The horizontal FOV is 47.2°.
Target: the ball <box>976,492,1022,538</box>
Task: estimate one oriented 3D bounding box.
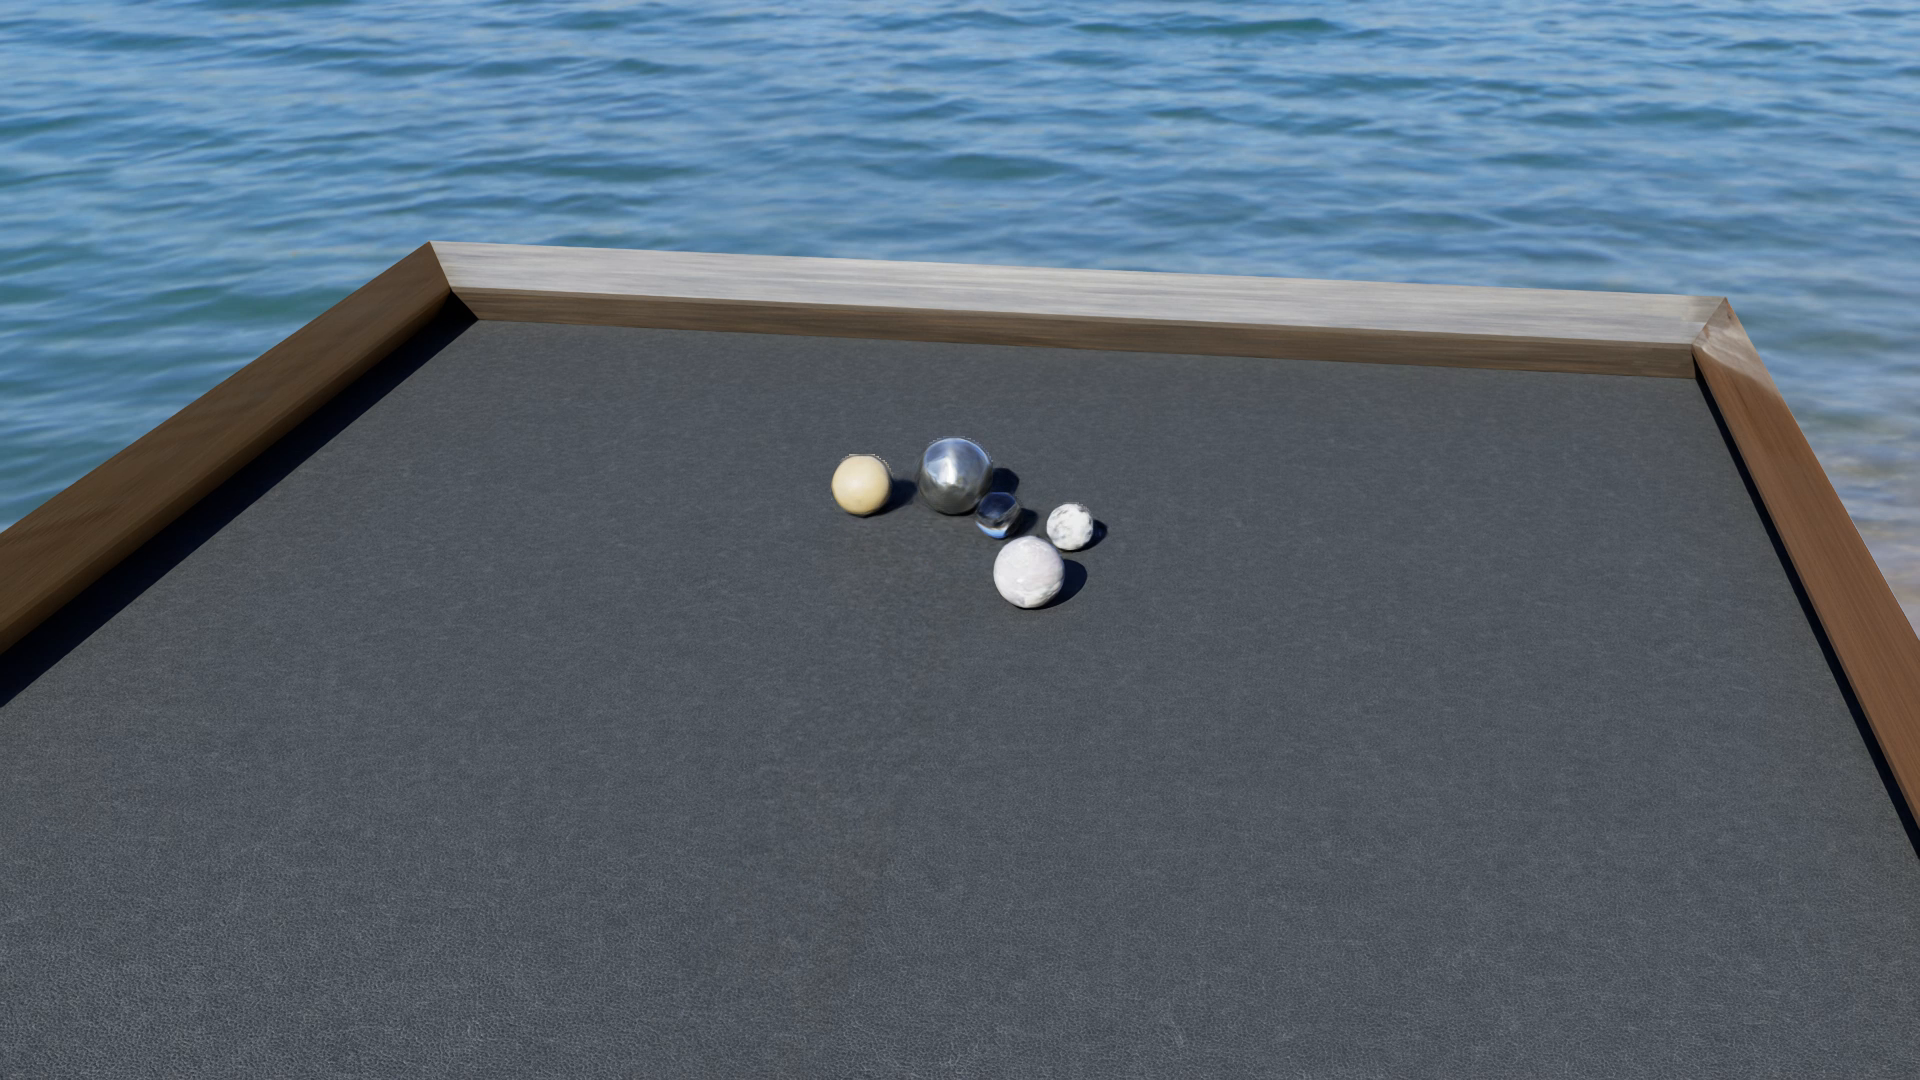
[{"bbox_3d":[0.044,-0.028,2.468,0.053,0.053,0.053,0,23,0],"label":"ball"}]

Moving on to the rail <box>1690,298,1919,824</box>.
[{"bbox_3d":[0.753,0.332,1.524,0.045,0.115,3.176,4,23,8],"label":"rail"}]

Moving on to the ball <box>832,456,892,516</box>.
[{"bbox_3d":[-0.113,-0.063,2.527,0.070,0.070,0.070,0,23,0],"label":"ball"}]

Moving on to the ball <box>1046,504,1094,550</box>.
[{"bbox_3d":[0.122,-0.014,2.434,0.052,0.052,0.052,0,23,0],"label":"ball"}]

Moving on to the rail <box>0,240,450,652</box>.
[{"bbox_3d":[-1.004,0.224,1.784,0.045,0.115,3.176,4,23,8],"label":"rail"}]

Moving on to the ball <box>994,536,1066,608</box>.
[{"bbox_3d":[0.072,0.034,2.290,0.075,0.075,0.075,0,23,0],"label":"ball"}]

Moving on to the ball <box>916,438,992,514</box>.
[{"bbox_3d":[-0.007,-0.073,2.529,0.088,0.088,0.088,0,23,0],"label":"ball"}]

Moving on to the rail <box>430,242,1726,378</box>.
[{"bbox_3d":[0.122,-0.319,3.078,1.826,0.115,0.045,4,23,8],"label":"rail"}]
